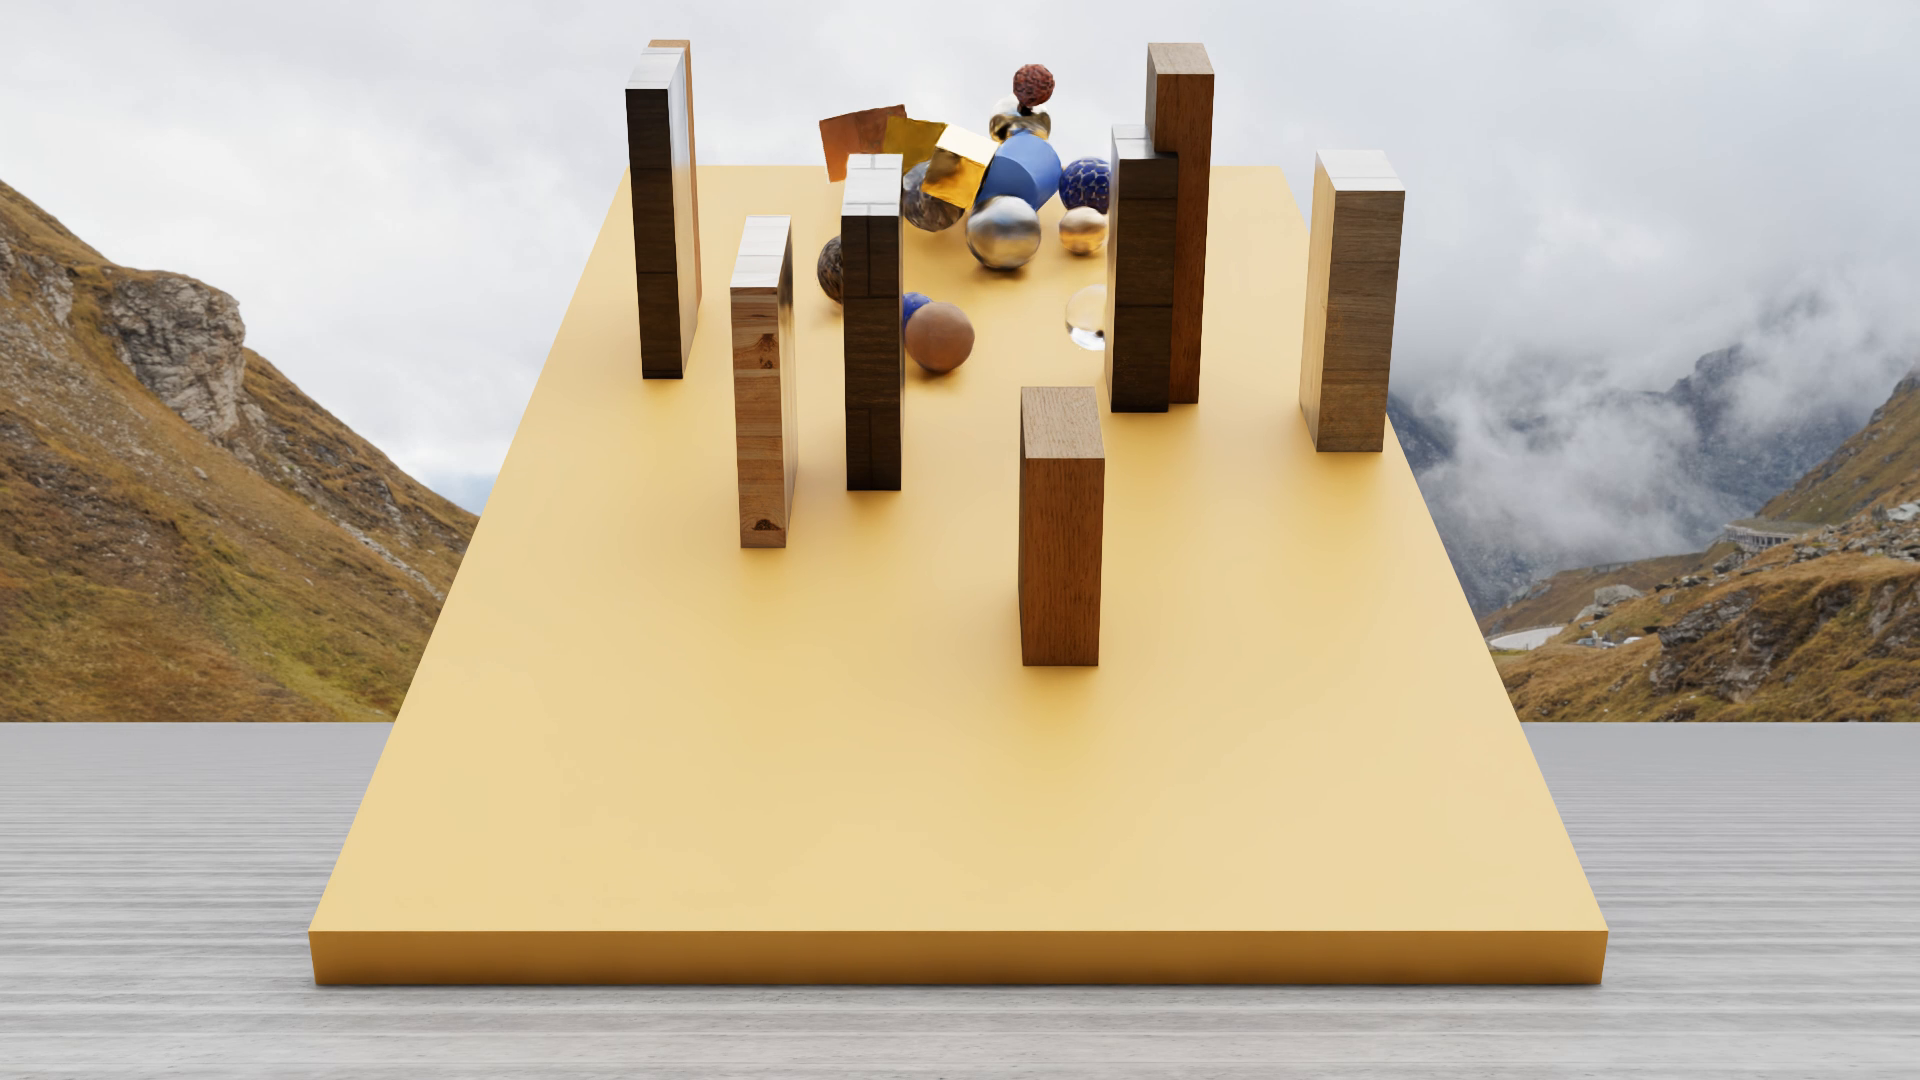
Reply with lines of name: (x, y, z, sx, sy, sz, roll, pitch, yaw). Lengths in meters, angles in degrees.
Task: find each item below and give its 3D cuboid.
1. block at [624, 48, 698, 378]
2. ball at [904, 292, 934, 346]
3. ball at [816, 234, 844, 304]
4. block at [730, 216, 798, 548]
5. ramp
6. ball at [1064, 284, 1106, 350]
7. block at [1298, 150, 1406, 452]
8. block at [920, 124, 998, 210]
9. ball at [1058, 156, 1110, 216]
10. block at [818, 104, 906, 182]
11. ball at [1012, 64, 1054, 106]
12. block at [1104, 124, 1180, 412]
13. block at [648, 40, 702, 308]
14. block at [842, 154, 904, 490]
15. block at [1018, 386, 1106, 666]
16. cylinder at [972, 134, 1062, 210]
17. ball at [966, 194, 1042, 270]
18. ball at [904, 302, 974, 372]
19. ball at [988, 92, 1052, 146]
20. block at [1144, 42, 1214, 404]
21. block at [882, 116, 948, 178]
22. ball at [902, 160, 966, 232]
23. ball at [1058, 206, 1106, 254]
block: (-0.713, -0.786, 5.660, 0.097, 0.708, 0.374, 0, 26, 0)
ball: (-0.115, -0.546, 5.825, 0.134, 0.134, 0.134, 0, -4, 0)
ball: (-0.274, -0.699, 6.073, 0.191, 0.191, 0.191, 0, -4, 0)
block: (-0.403, -0.335, 4.897, 0.093, 0.565, 0.444, 0, 26, 0)
ramp: (-0.010, -0.229, 5.441, 2.000, 0.100, 4.000, 0, 26, 0)
ball: (0.335, -0.542, 5.742, 0.162, 0.162, 0.162, 0, -4, 0)
block: (0.871, -0.535, 5.268, 0.148, 0.607, 0.300, 0, 26, 0)
block: (-0.001, -1.006, 6.348, 0.146, 0.146, 0.146, 23, 36, 1)
ball: (0.366, -0.992, 6.628, 0.179, 0.179, 0.179, 0, -4, 0)
block: (-0.275, -1.172, 6.964, 0.185, 0.185, 0.185, -17, 10, -37)
ball: (0.210, -1.302, 6.737, 0.121, 0.121, 0.121, 0, -4, 0)
block: (0.417, -0.629, 5.458, 0.132, 0.607, 0.275, 0, 26, 0)
block: (-0.722, -0.866, 5.861, 0.097, 0.675, 0.365, 0, 26, 0)
block: (-0.185, -0.479, 5.134, 0.117, 0.618, 0.433, 0, 26, 0)
block: (0.187, -0.029, 4.435, 0.141, 0.422, 0.338, 0, 26, 0)
cylinder: (0.157, -1.017, 6.664, 0.208, 0.208, 0.208, -2, 25, 26)
ball: (0.117, -0.825, 6.321, 0.204, 0.204, 0.204, 0, -4, 0)
ball: (-0.049, -0.489, 5.668, 0.170, 0.170, 0.170, 0, -4, 0)
ball: (0.175, -1.214, 6.877, 0.186, 0.186, 0.186, 0, -4, 0)
block: (0.495, -0.733, 5.472, 0.127, 0.783, 0.278, 0, 26, 0)
block: (-0.100, -1.096, 6.793, 0.192, 0.192, 0.192, 11, 1, 21)
ball: (-0.074, -0.954, 6.533, 0.195, 0.195, 0.195, 0, -4, 0)
ball: (0.337, -0.849, 6.454, 0.131, 0.131, 0.131, 0, -4, 0)
